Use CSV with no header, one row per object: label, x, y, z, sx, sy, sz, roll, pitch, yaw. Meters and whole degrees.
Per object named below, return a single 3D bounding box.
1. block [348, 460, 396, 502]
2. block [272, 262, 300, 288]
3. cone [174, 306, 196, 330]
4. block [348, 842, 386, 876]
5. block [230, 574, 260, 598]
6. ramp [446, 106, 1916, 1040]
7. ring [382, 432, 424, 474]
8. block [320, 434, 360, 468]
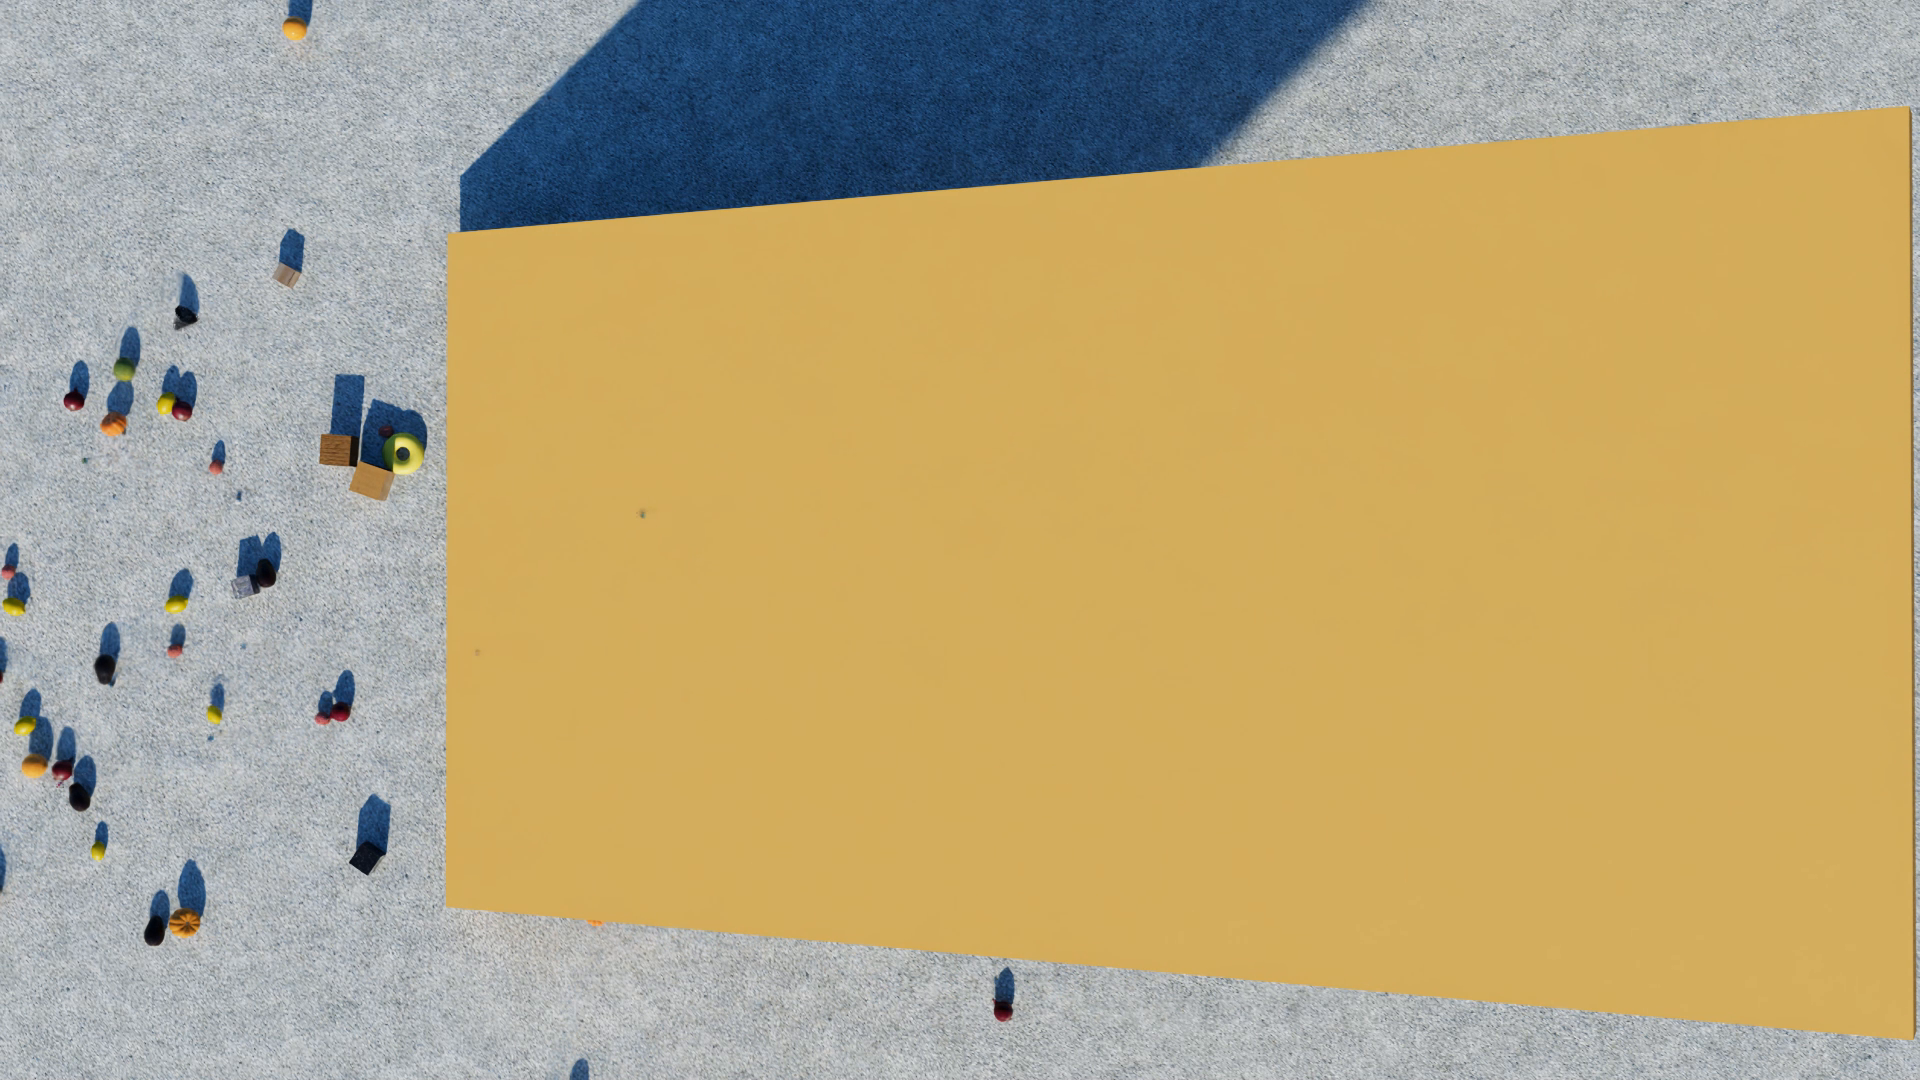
block,-1.757,-0.176,6.575,0.092,0.092,0.092,19,89,0
block,-2.022,-0.794,6.601,0.054,0.054,0.054,29,89,0
cone,-2.345,-0.653,6.611,0.071,0.071,0.071,46,118,0
block,-1.771,0.952,6.575,0.069,0.069,0.069,35,89,0
block,-2.142,0.140,6.589,0.058,0.058,0.058,-16,89,0
ramp,0.278,0.079,5.663,4.000,0.100,2.000,0,89,27
ring,-1.672,-0.259,6.601,0.127,0.042,0.127,0,90,1
block,-1.857,-0.267,6.578,0.090,0.090,0.090,4,89,0
